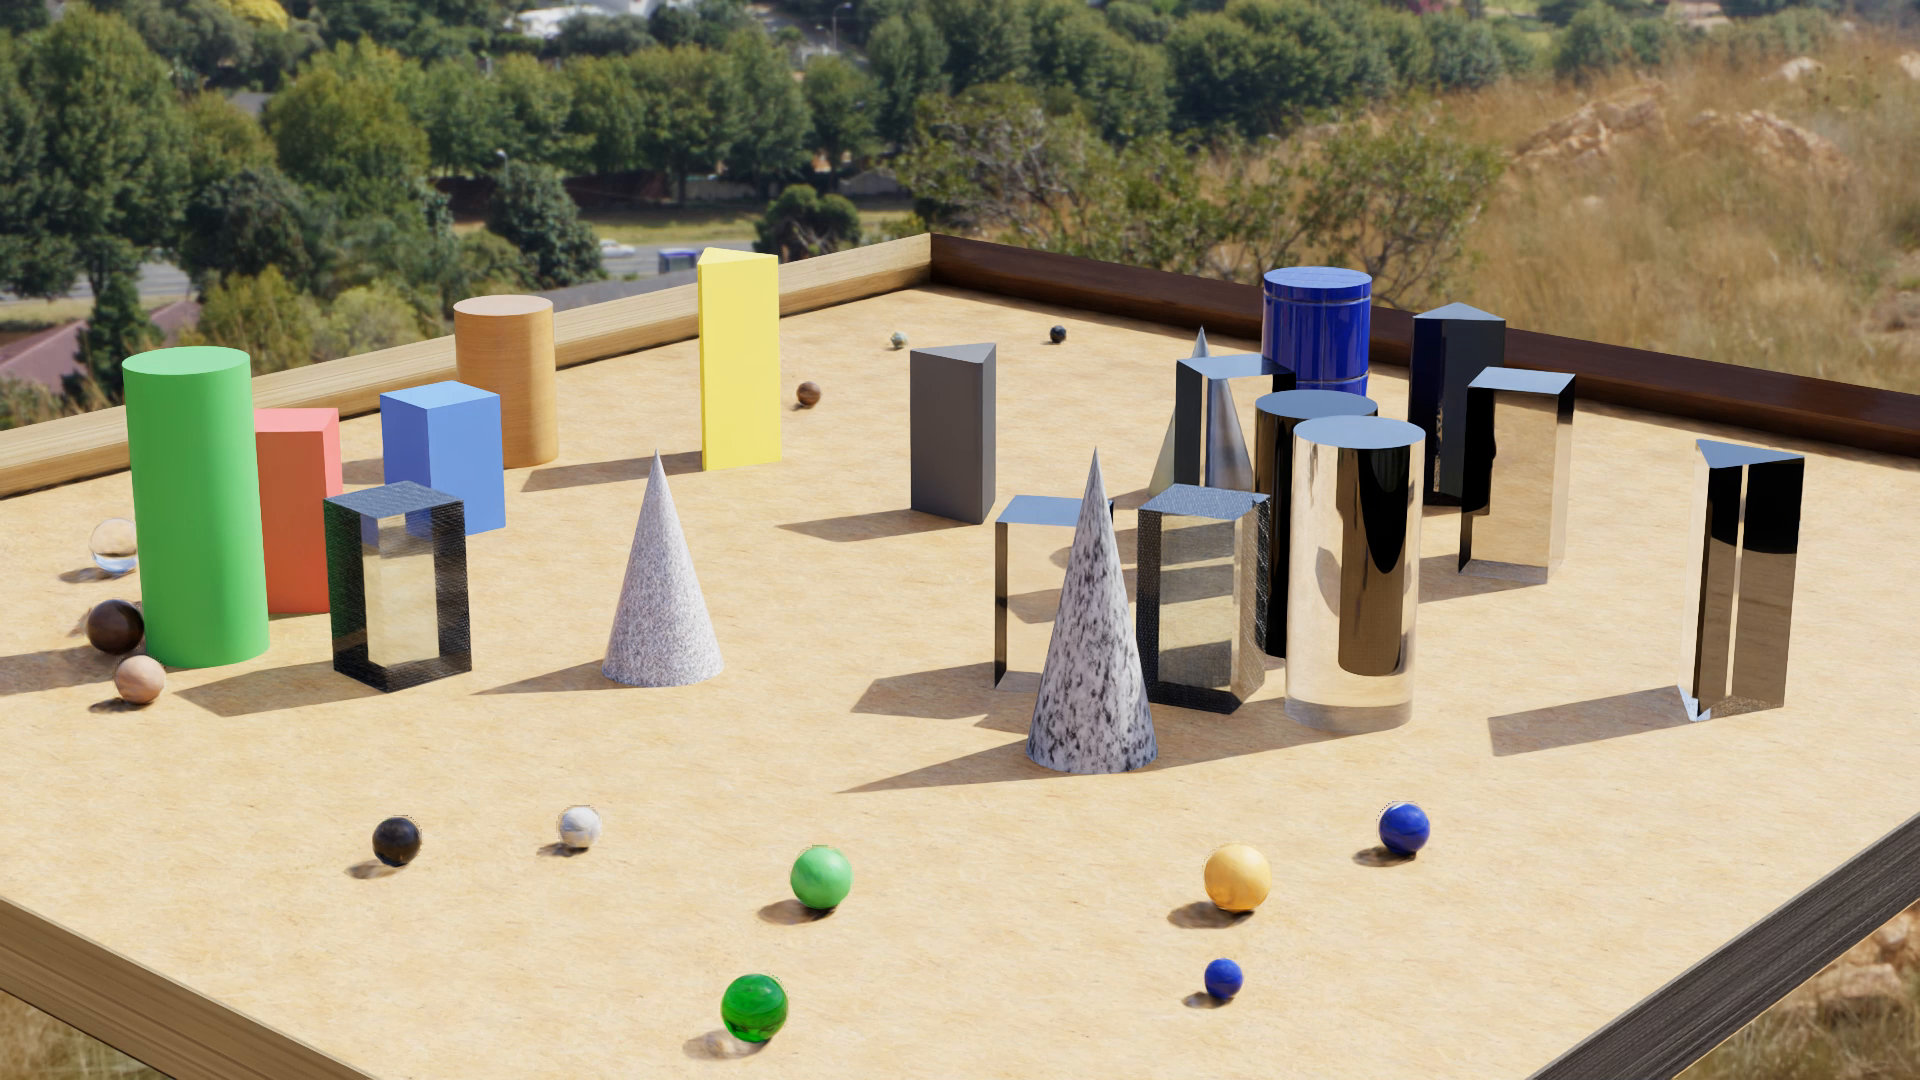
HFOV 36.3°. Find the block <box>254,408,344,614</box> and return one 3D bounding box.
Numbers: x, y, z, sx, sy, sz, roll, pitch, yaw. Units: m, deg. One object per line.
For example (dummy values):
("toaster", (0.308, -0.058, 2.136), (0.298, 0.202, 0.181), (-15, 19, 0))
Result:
("block", (-1.159, -0.051, 5.068), (0.160, 0.322, 0.160), (-1, 17, -2))

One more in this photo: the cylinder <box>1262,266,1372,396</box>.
("cylinder", (0.663, -0.262, 5.506), (0.200, 0.472, 0.200), (0, 17, 0))

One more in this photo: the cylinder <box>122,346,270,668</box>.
("cylinder", (-1.245, -0.055, 4.790), (0.200, 0.490, 0.200), (0, 17, 0))

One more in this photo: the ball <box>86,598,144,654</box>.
("ball", (-1.385, 0.142, 4.809), (0.092, 0.092, 0.092), (0, 17, 0))

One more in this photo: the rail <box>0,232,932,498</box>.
("rail", (-1.357, -0.307, 6.248), (0.045, 0.130, 3.955), (14, 22, 39))

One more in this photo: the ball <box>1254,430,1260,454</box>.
("ball", (0.642, -0.197, 5.960), (0.086, 0.086, 0.086), (0, 17, 0))

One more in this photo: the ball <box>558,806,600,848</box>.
("ball", (-0.524, 0.396, 4.041), (0.057, 0.057, 0.057), (0, 17, 0))

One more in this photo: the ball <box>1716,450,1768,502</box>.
("ball", (1.519, -0.124, 5.699), (0.098, 0.098, 0.098), (0, 17, 0))

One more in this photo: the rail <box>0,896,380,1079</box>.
("rail", (-1.281, 0.458, 3.707), (3.643, 0.130, 0.045), (14, 22, 39))

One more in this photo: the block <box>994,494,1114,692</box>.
("block", (0.150, 0.087, 4.683), (0.160, 0.278, 0.160), (4, 17, 12))

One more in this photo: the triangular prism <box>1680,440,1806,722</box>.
("triangular prism", (1.182, 0.056, 4.568), (0.173, 0.405, 0.150), (-7, 18, -22))

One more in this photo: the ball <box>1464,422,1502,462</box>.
("ball", (1.066, -0.199, 5.979), (0.080, 0.080, 0.080), (0, 17, 0))

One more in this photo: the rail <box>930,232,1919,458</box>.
("rail", (1.281, -0.393, 6.532), (3.643, 0.130, 0.045), (14, 22, 39))

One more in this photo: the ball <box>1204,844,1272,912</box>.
("ball", (0.363, 0.442, 3.832), (0.089, 0.089, 0.089), (0, 17, 0))

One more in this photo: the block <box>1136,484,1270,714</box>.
("block", (0.381, 0.091, 4.610), (0.160, 0.314, 0.160), (8, 18, 24))

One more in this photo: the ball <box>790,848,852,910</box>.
("ball", (-0.182, 0.444, 3.843), (0.080, 0.080, 0.080), (0, 17, 0))

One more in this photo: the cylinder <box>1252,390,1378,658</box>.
("cylinder", (0.581, -0.026, 4.835), (0.200, 0.408, 0.200), (0, 17, 0))

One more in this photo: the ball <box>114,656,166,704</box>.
("ball", (-1.285, 0.219, 4.597), (0.076, 0.076, 0.076), (0, 17, 0))

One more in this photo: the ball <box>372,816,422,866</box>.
("ball", (-0.765, 0.409, 3.979), (0.067, 0.067, 0.067), (0, 17, 0))

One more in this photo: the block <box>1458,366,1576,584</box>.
("block", (0.996, -0.117, 5.245), (0.160, 0.347, 0.160), (7, 18, 21))

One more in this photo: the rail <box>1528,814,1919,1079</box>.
("rail", (1.357, 0.372, 3.991), (0.045, 0.130, 3.955), (14, 22, 39))

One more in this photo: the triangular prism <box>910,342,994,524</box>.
("triangular prism", (0.019, -0.212, 5.614), (0.173, 0.314, 0.150), (13, 21, 38))

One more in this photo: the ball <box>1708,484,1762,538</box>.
("ball", (1.445, -0.055, 5.466), (0.099, 0.099, 0.099), (0, 17, 0))

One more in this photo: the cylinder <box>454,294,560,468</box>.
("cylinder", (-0.925, -0.324, 5.984), (0.200, 0.317, 0.200), (0, 17, 0))

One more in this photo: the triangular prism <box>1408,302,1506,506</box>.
("triangular prism", (0.959, -0.265, 5.694), (0.173, 0.370, 0.150), (2, 17, 8))

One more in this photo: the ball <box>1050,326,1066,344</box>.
("ball", (0.234, -0.493, 7.019), (0.043, 0.043, 0.043), (0, 17, 0))

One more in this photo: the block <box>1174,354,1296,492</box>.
("block", (0.486, -0.126, 5.218), (0.160, 0.378, 0.160), (-6, 18, -18))

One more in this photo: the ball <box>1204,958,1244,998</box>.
("ball", (0.322, 0.537, 3.588), (0.050, 0.050, 0.050), (0, 17, 0))

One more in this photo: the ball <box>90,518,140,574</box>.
("ball", (-1.508, 0.009, 5.252), (0.100, 0.100, 0.100), (0, 17, 0))

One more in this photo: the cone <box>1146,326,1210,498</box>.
("cone", (0.467, -0.254, 5.708), (0.200, 0.340, 0.200), (0, 17, 0))

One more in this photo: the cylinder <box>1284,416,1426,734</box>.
("cylinder", (0.605, 0.051, 4.507), (0.200, 0.450, 0.200), (0, 17, 0))

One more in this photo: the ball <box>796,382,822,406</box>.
("ball", (-0.331, -0.320, 6.424), (0.055, 0.055, 0.055), (0, 17, 0))

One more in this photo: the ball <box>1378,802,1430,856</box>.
("ball", (0.609, 0.396, 4.018), (0.071, 0.071, 0.071), (0, 17, 0))

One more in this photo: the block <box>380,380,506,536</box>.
("block", (-0.970, -0.149, 5.505), (0.160, 0.257, 0.160), (-15, 22, -41))

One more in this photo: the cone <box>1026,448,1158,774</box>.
("cone", (0.198, 0.087, 4.338), (0.200, 0.477, 0.200), (0, 17, 0))

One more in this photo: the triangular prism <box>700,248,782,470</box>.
("triangular prism", (-0.476, -0.373, 5.960), (0.173, 0.423, 0.150), (-9, 19, -28))

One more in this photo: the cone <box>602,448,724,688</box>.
("cone", (-0.483, 0.029, 4.718), (0.200, 0.371, 0.200), (0, 17, 0))

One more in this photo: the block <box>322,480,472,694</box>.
("block", (-0.903, 0.073, 4.712), (0.160, 0.289, 0.160), (-15, 23, -41))

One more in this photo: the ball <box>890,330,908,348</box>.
("ball", (-0.143, -0.475, 6.961), (0.043, 0.043, 0.043), (0, 17, 0))

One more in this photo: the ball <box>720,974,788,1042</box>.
("ball", (-0.243, 0.554, 3.474), (0.081, 0.081, 0.081), (0, 17, 0))
